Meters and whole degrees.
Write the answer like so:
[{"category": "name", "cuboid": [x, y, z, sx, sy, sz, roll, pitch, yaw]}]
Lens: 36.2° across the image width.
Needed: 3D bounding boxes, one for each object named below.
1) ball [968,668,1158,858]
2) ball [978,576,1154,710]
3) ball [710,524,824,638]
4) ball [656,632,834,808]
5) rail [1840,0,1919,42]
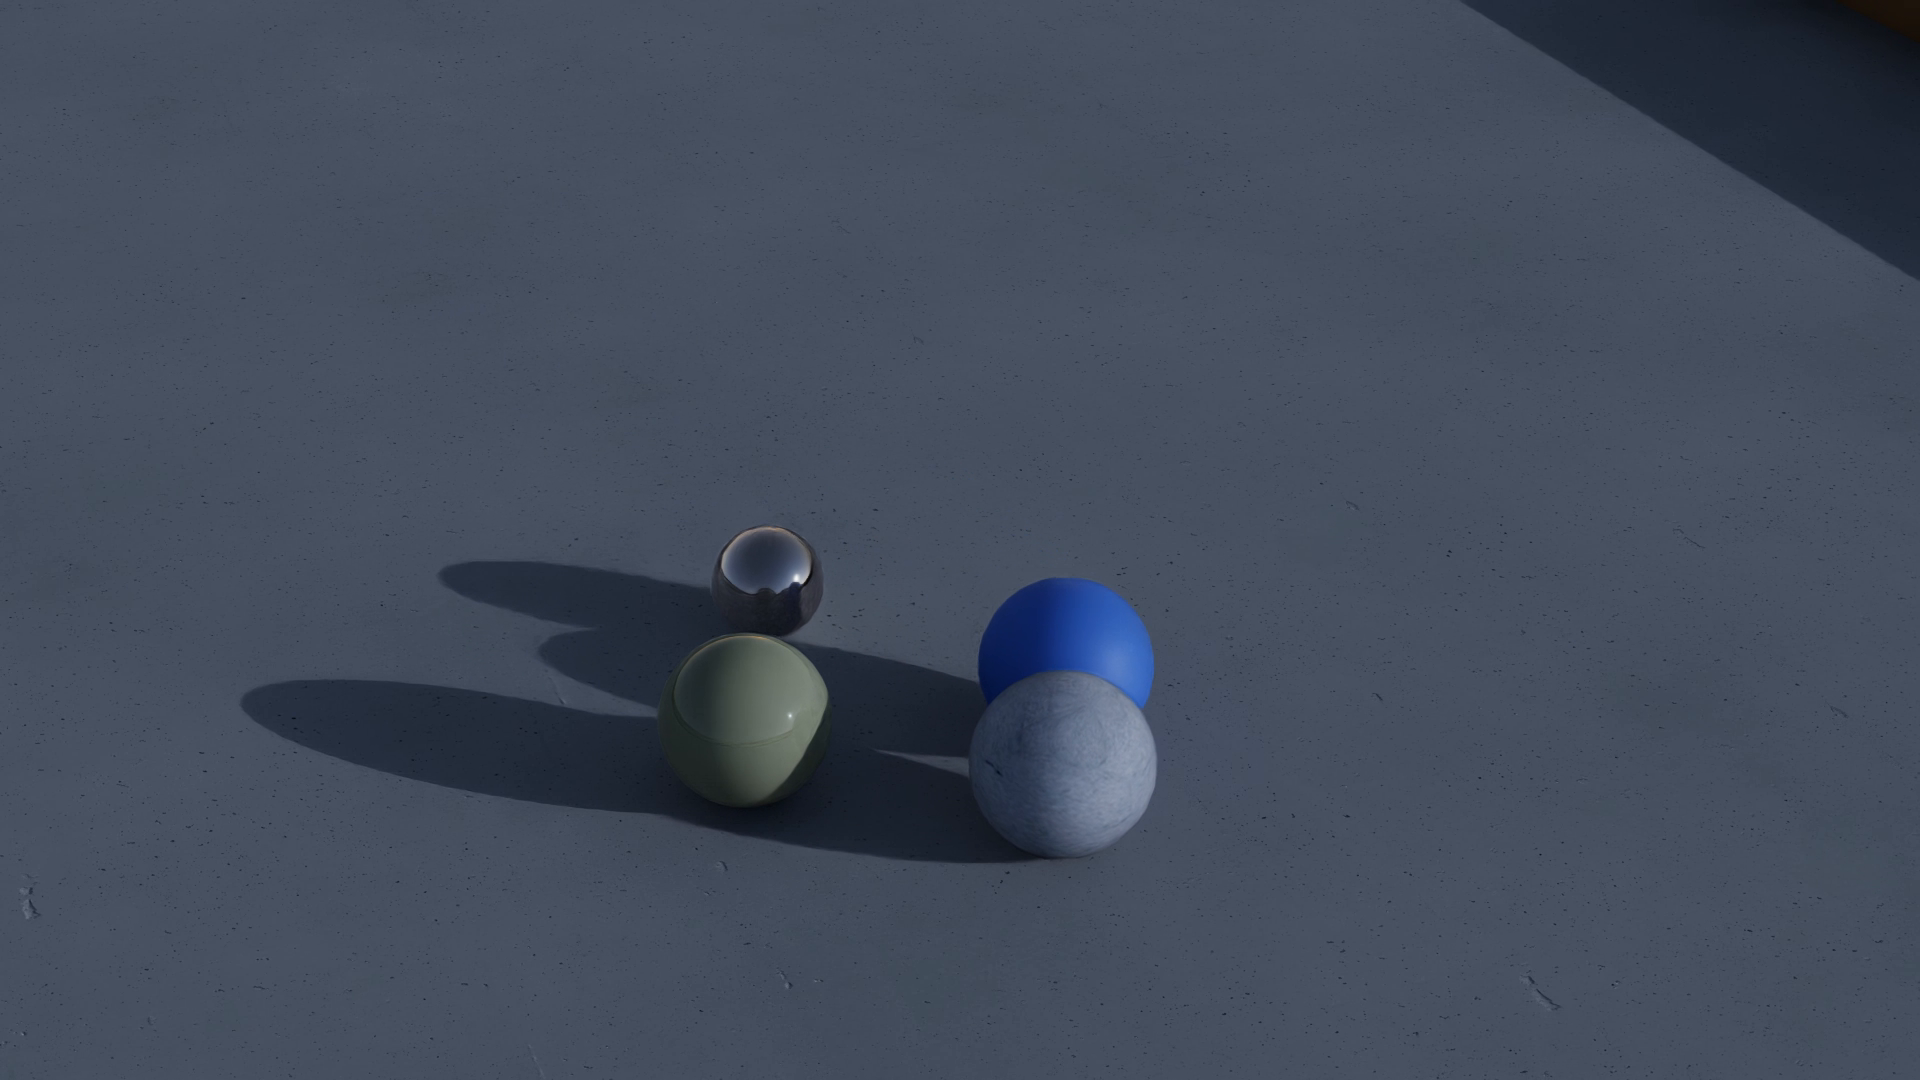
[{"category": "ball", "cuboid": [0.053, 0.116, 1.524, 0.098, 0.098, 0.098, 0, 30, 0]}, {"category": "ball", "cuboid": [0.058, 0.068, 1.609, 0.097, 0.097, 0.097, 0, 30, 0]}, {"category": "ball", "cuboid": [-0.112, 0.024, 1.717, 0.066, 0.066, 0.066, 0, 30, 0]}, {"category": "ball", "cuboid": [-0.114, 0.096, 1.564, 0.094, 0.094, 0.094, 0, 30, 0]}, {"category": "rail", "cuboid": [0.643, -0.716, 2.950, 0.045, 0.128, 4.288, -11, 32, -19]}]
